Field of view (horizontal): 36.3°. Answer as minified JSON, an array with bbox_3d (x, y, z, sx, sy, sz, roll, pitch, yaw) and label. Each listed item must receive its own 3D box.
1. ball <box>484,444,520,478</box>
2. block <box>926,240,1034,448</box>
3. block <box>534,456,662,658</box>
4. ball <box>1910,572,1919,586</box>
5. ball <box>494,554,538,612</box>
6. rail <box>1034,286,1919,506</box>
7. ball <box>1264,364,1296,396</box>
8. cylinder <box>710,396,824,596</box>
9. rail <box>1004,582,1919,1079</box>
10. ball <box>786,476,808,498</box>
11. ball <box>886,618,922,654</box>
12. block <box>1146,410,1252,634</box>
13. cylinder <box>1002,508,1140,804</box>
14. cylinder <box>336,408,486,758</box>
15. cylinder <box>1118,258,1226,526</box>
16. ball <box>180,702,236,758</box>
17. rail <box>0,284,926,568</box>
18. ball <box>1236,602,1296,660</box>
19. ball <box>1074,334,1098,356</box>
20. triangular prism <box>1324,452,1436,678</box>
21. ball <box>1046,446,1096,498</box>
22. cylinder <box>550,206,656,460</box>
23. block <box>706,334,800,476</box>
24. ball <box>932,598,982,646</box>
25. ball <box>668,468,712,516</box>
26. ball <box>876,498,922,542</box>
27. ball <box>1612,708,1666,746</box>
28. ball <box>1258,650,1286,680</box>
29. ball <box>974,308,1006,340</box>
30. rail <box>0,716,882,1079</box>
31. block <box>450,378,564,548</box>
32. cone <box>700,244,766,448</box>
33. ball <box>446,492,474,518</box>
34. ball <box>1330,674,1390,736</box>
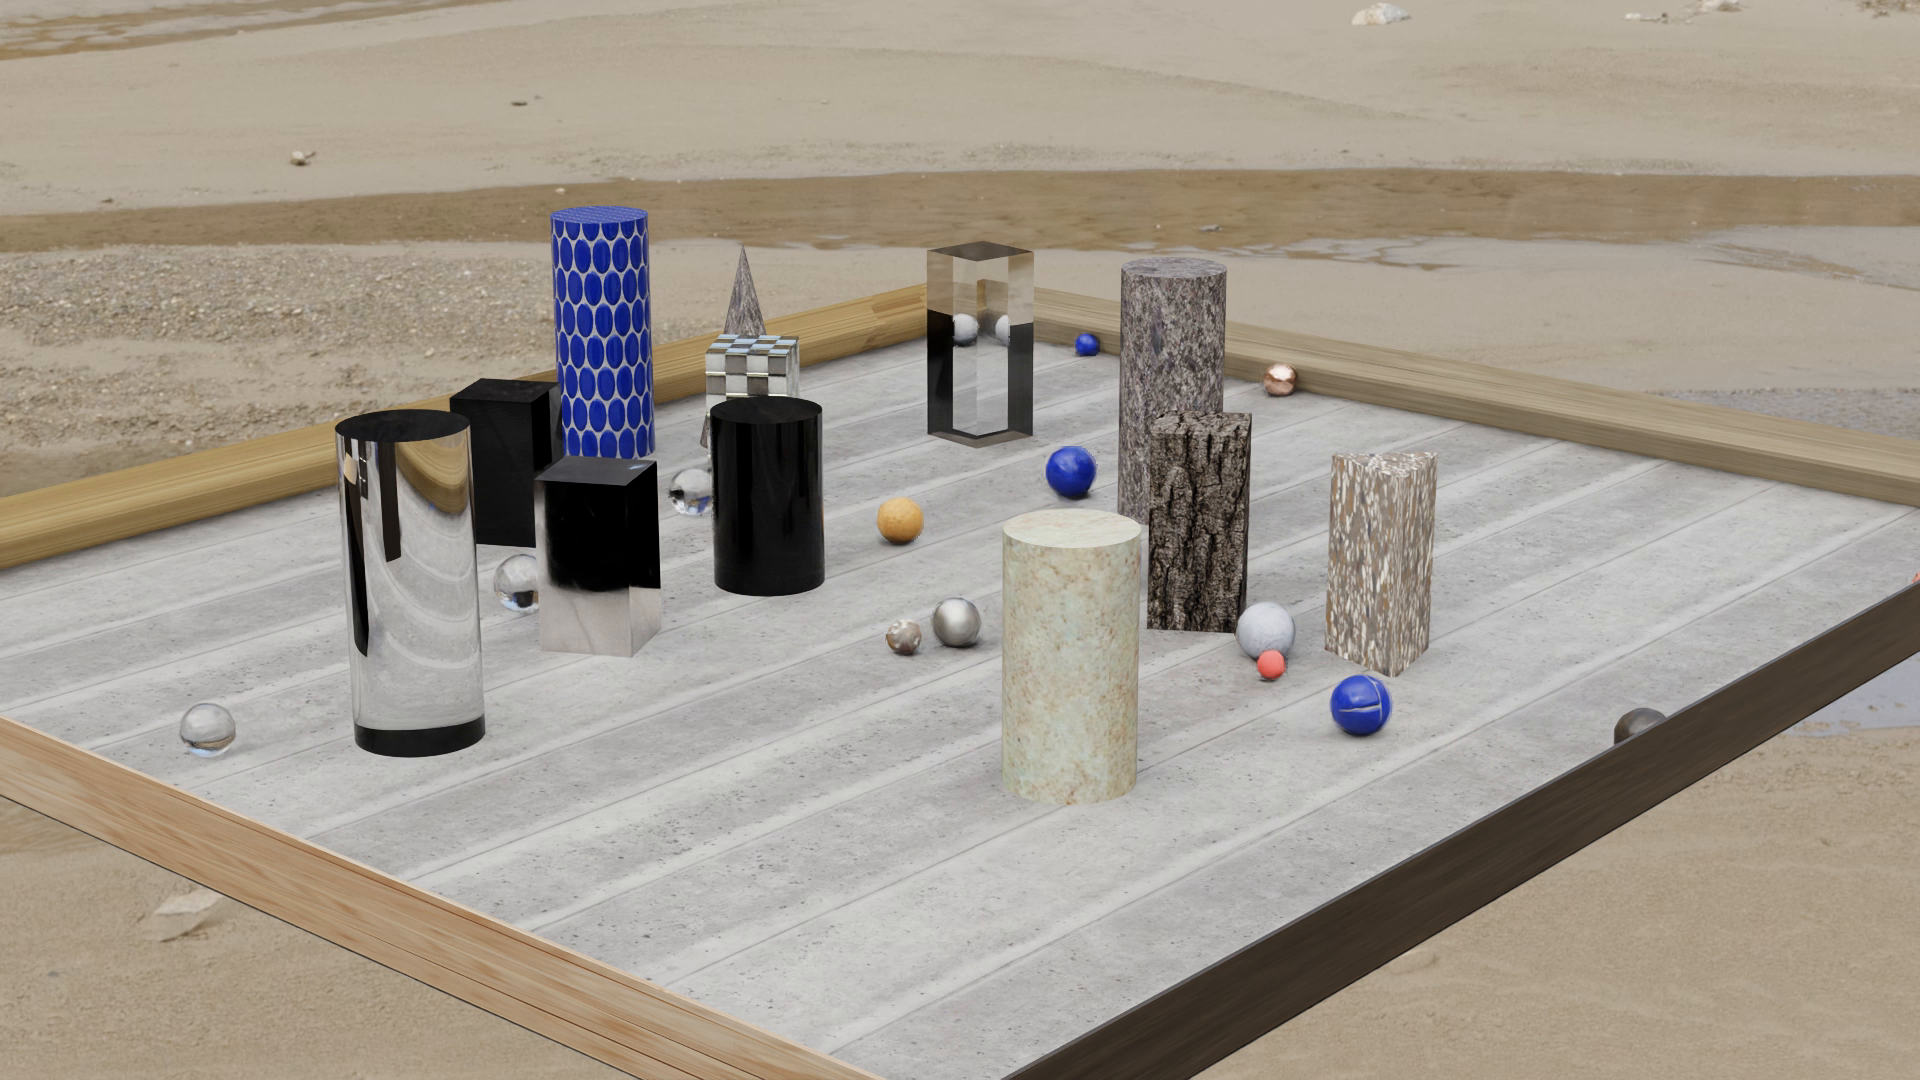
[{"bbox_3d":[-0.914,-0.158,5.853,0.071,0.071,0.071,0,17,0],"label":"ball"},{"bbox_3d":[0.042,-0.410,6.129,0.158,0.394,0.158,-14,22,-39],"label":"block"},{"bbox_3d":[-0.598,0.026,4.859,0.158,0.293,0.158,4,17,12],"label":"block"},{"bbox_3d":[1.675,0.083,5.042,0.077,0.077,0.077,0,17,0],"label":"ball"},{"bbox_3d":[-0.752,0.074,5.035,0.099,0.099,0.099,0,17,0],"label":"ball"},{"bbox_3d":[1.051,-0.317,6.279,2.802,0.128,0.045,14,22,39],"label":"rail"},{"bbox_3d":[0.710,-0.356,6.509,0.072,0.072,0.072,0,17,0],"label":"ball"},{"bbox_3d":[-0.339,-0.079,5.172,0.197,0.312,0.197,0,17,0],"label":"cylinder"},{"bbox_3d":[1.040,0.293,4.255,0.045,0.128,3.254,14,22,39],"label":"rail"},{"bbox_3d":[-0.319,-0.103,5.717,0.044,0.044,0.044,0,17,0],"label":"ball"},{"bbox_3d":[-0.092,0.159,4.826,0.058,0.058,0.058,0,17,0],"label":"ball"},{"bbox_3d":[0.406,-0.033,4.966,0.158,0.342,0.158,3,17,9],"label":"block"},{"bbox_3d":[0.159,0.167,4.234,0.197,0.384,0.197,0,17,0],"label":"cylinder"},{"bbox_3d":[-0.823,0.064,4.398,0.197,0.486,0.197,0,17,0],"label":"cylinder"},{"bbox_3d":[0.401,-0.281,5.557,0.197,0.478,0.197,0,17,0],"label":"cylinder"},{"bbox_3d":[-1.122,0.283,4.370,0.082,0.082,0.082,0,17,0],"label":"ball"},{"bbox_3d":[-1.040,-0.228,5.984,0.045,0.128,3.254,14,22,39],"label":"rail"},{"bbox_3d":[0.500,0.149,4.791,0.096,0.096,0.096,0,17,0],"label":"ball"},{"bbox_3d":[0.296,-0.457,6.878,0.053,0.053,0.053,0,17,0],"label":"ball"},{"bbox_3d":[0.713,0.029,4.777,0.148,0.333,0.171,-11,20,-31],"label":"triangular prism"},{"bbox_3d":[0.215,-0.132,5.720,0.099,0.099,0.099,0,17,0],"label":"ball"},{"bbox_3d":[-0.730,-0.422,6.000,0.197,0.492,0.197,0,17,0],"label":"cylinder"},{"bbox_3d":[-0.406,-0.247,5.779,0.158,0.284,0.158,2,17,6],"label":"block"},{"bbox_3d":[-0.006,0.136,4.860,0.081,0.081,0.081,0,17,0],"label":"ball"},{"bbox_3d":[-0.510,-0.092,5.599,0.092,0.092,0.092,0,17,0],"label":"ball"},{"bbox_3d":[-0.112,-0.037,5.428,0.085,0.085,0.085,0,17,0],"label":"ball"},{"bbox_3d":[1.009,0.293,4.322,0.091,0.091,0.091,0,17,0],"label":"ball"},{"bbox_3d":[0.500,0.201,4.706,0.046,0.046,0.046,0,17,0],"label":"ball"},{"bbox_3d":[0.072,-0.517,7.034,0.076,0.076,0.076,0,17,0],"label":"ball"},{"bbox_3d":[-1.051,0.381,3.961,2.802,0.128,0.045,14,22,39],"label":"rail"},{"bbox_3d":[-0.839,-0.144,5.452,0.158,0.276,0.158,4,17,12],"label":"block"},{"bbox_3d":[-0.445,-0.408,6.074,0.197,0.422,0.197,0,17,0],"label":"cone"},{"bbox_3d":[-0.953,-0.066,5.581,0.052,0.052,0.052,0,17,0],"label":"ball"},{"bbox_3d":[0.609,0.251,4.460,0.092,0.092,0.092,0,17,0],"label":"ball"}]
